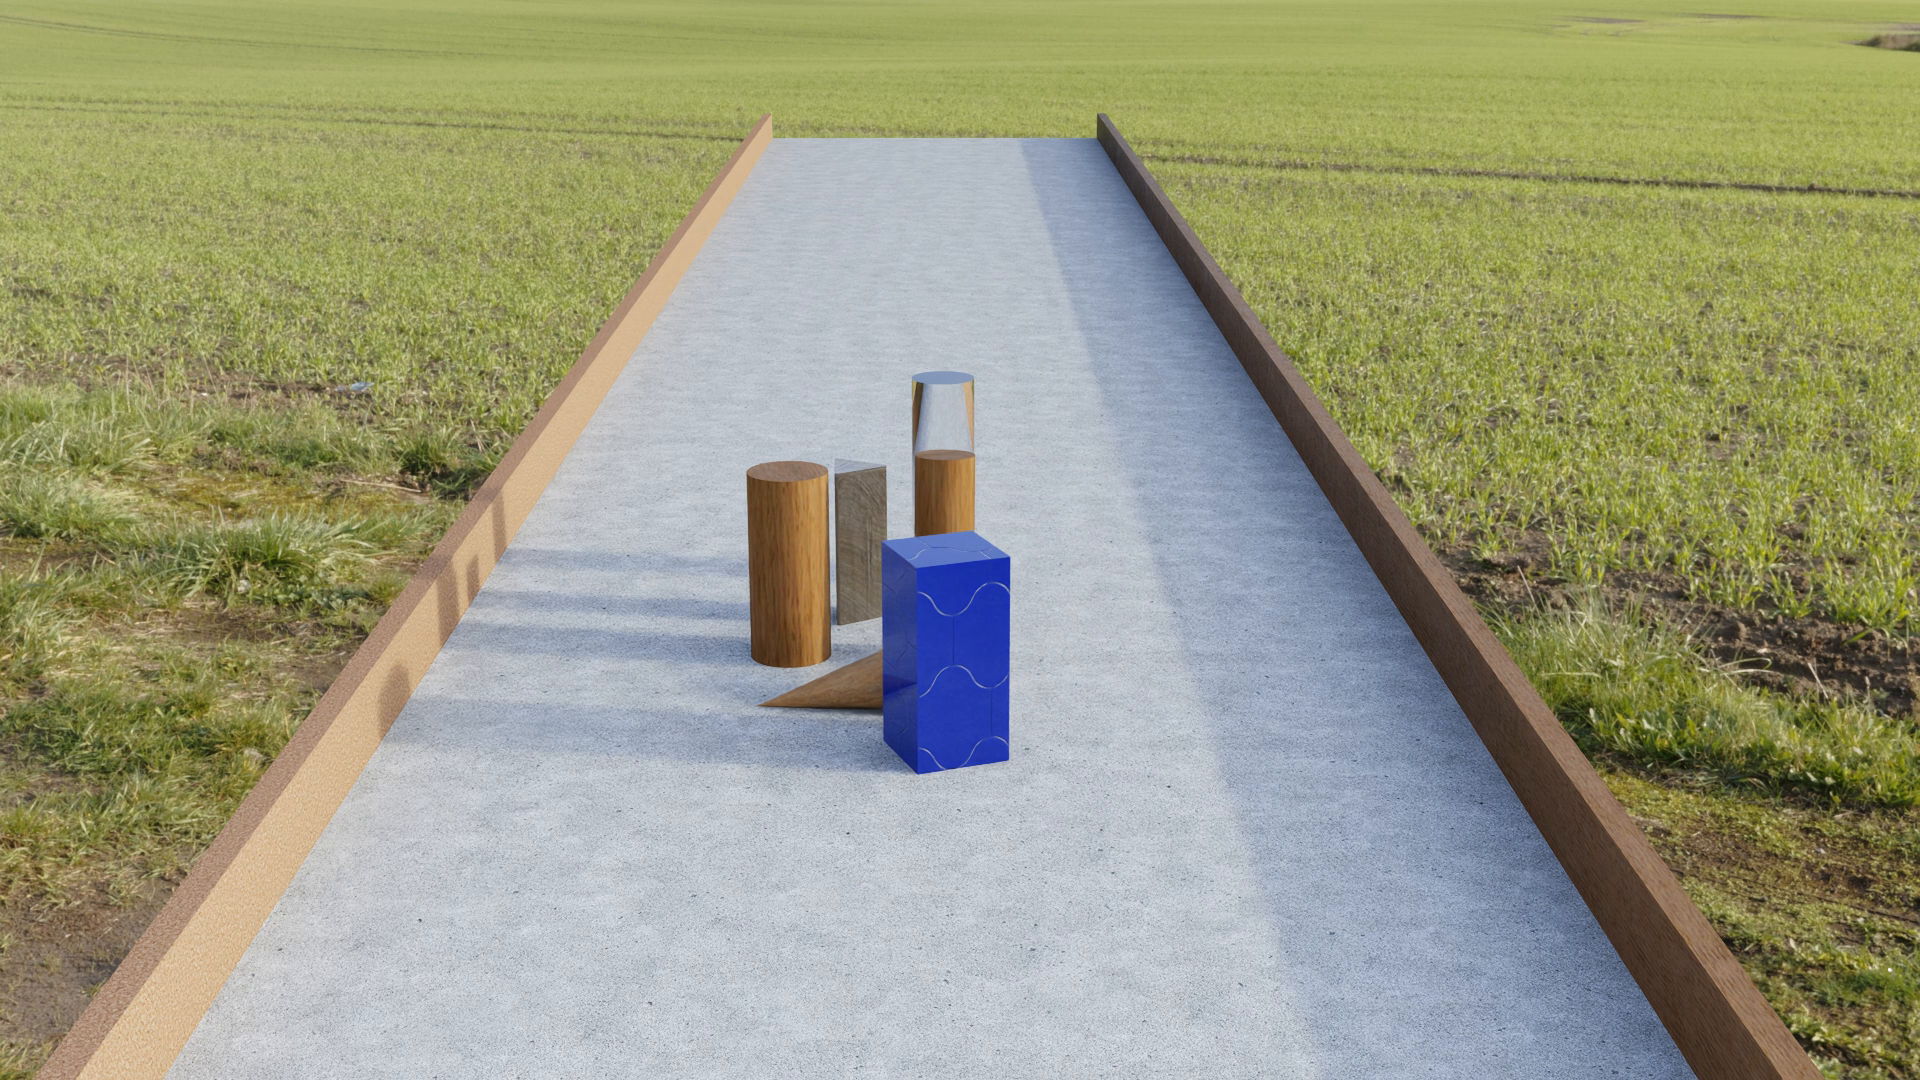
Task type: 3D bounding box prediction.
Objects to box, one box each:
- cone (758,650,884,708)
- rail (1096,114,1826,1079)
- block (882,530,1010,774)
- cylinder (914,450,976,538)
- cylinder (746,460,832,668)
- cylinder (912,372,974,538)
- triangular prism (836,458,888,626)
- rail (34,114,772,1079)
[{"bbox_3d":[-0.217,0.279,4.155,0.349,0.154,0.154,-12,16,4],"label":"cone"},{"bbox_3d":[0.932,-0.844,7.801,0.050,0.150,12.000,0,17,-1],"label":"rail"},{"bbox_3d":[-0.026,0.197,3.901,0.174,0.379,0.174,-7,18,-21],"label":"block"},{"bbox_3d":[-0.031,0.034,4.375,0.120,0.413,0.120,1,12,0],"label":"cylinder"},{"bbox_3d":[-0.341,0.048,4.394,0.162,0.383,0.162,0,17,0],"label":"cylinder"},{"bbox_3d":[-0.037,-0.136,4.882,0.138,0.458,0.138,0,17,0],"label":"cylinder"},{"bbox_3d":[-0.233,-0.001,4.650,0.123,0.330,0.106,-11,20,-32],"label":"triangular prism"},{"bbox_3d":[-1.118,-0.838,7.780,0.050,0.150,12.000,0,17,-1],"label":"rail"}]
